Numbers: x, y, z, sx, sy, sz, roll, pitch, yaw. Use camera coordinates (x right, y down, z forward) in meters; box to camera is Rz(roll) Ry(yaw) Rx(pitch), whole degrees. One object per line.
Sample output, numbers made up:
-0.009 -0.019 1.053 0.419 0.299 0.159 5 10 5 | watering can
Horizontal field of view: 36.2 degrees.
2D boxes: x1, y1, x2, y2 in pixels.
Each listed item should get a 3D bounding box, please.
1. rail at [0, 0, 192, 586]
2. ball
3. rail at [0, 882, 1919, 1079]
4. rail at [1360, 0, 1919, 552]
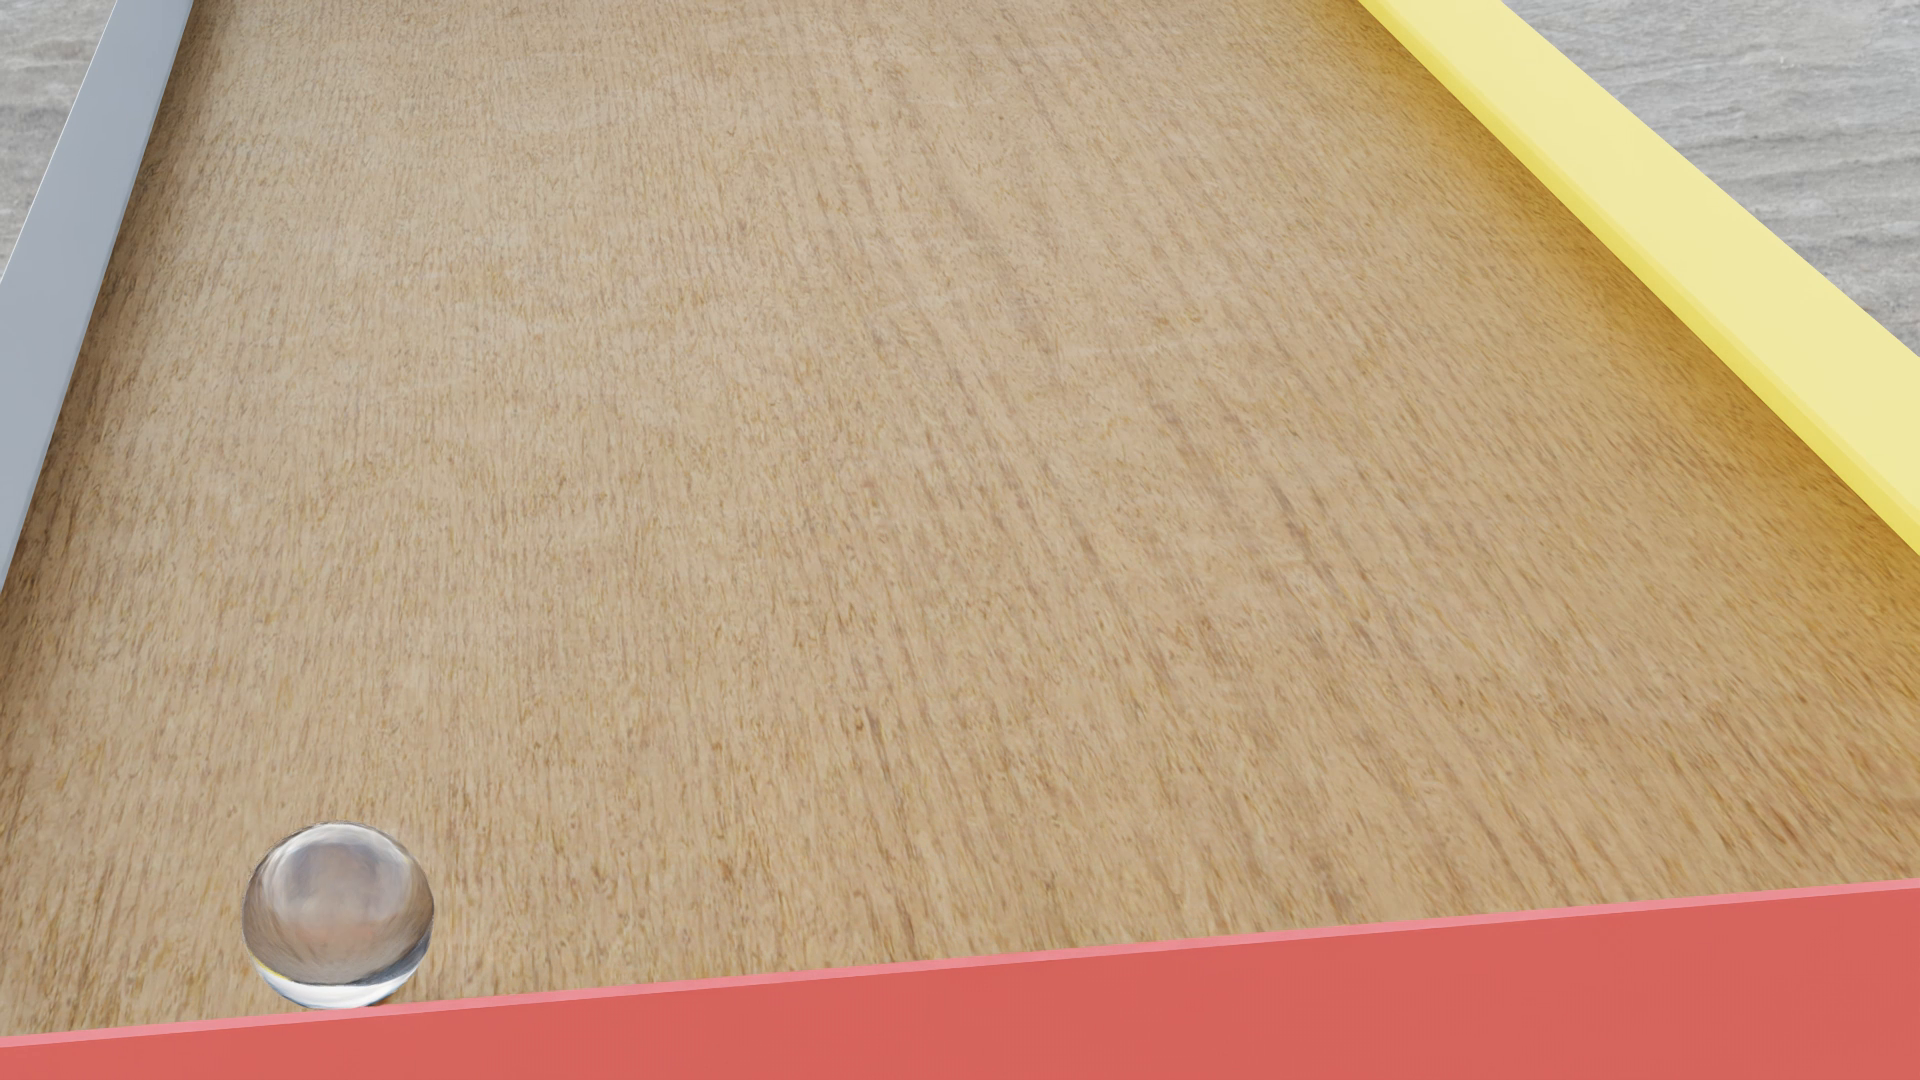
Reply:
-0.726 -0.274 2.470 0.045 0.128 2.617 -4 26 -8 | rail
-0.323 0.195 1.527 0.099 0.099 0.099 0 26 0 | ball
0.092 0.235 1.408 1.322 0.128 0.045 -4 26 -8 | rail
0.534 -0.355 2.638 0.045 0.128 2.617 -4 26 -8 | rail
